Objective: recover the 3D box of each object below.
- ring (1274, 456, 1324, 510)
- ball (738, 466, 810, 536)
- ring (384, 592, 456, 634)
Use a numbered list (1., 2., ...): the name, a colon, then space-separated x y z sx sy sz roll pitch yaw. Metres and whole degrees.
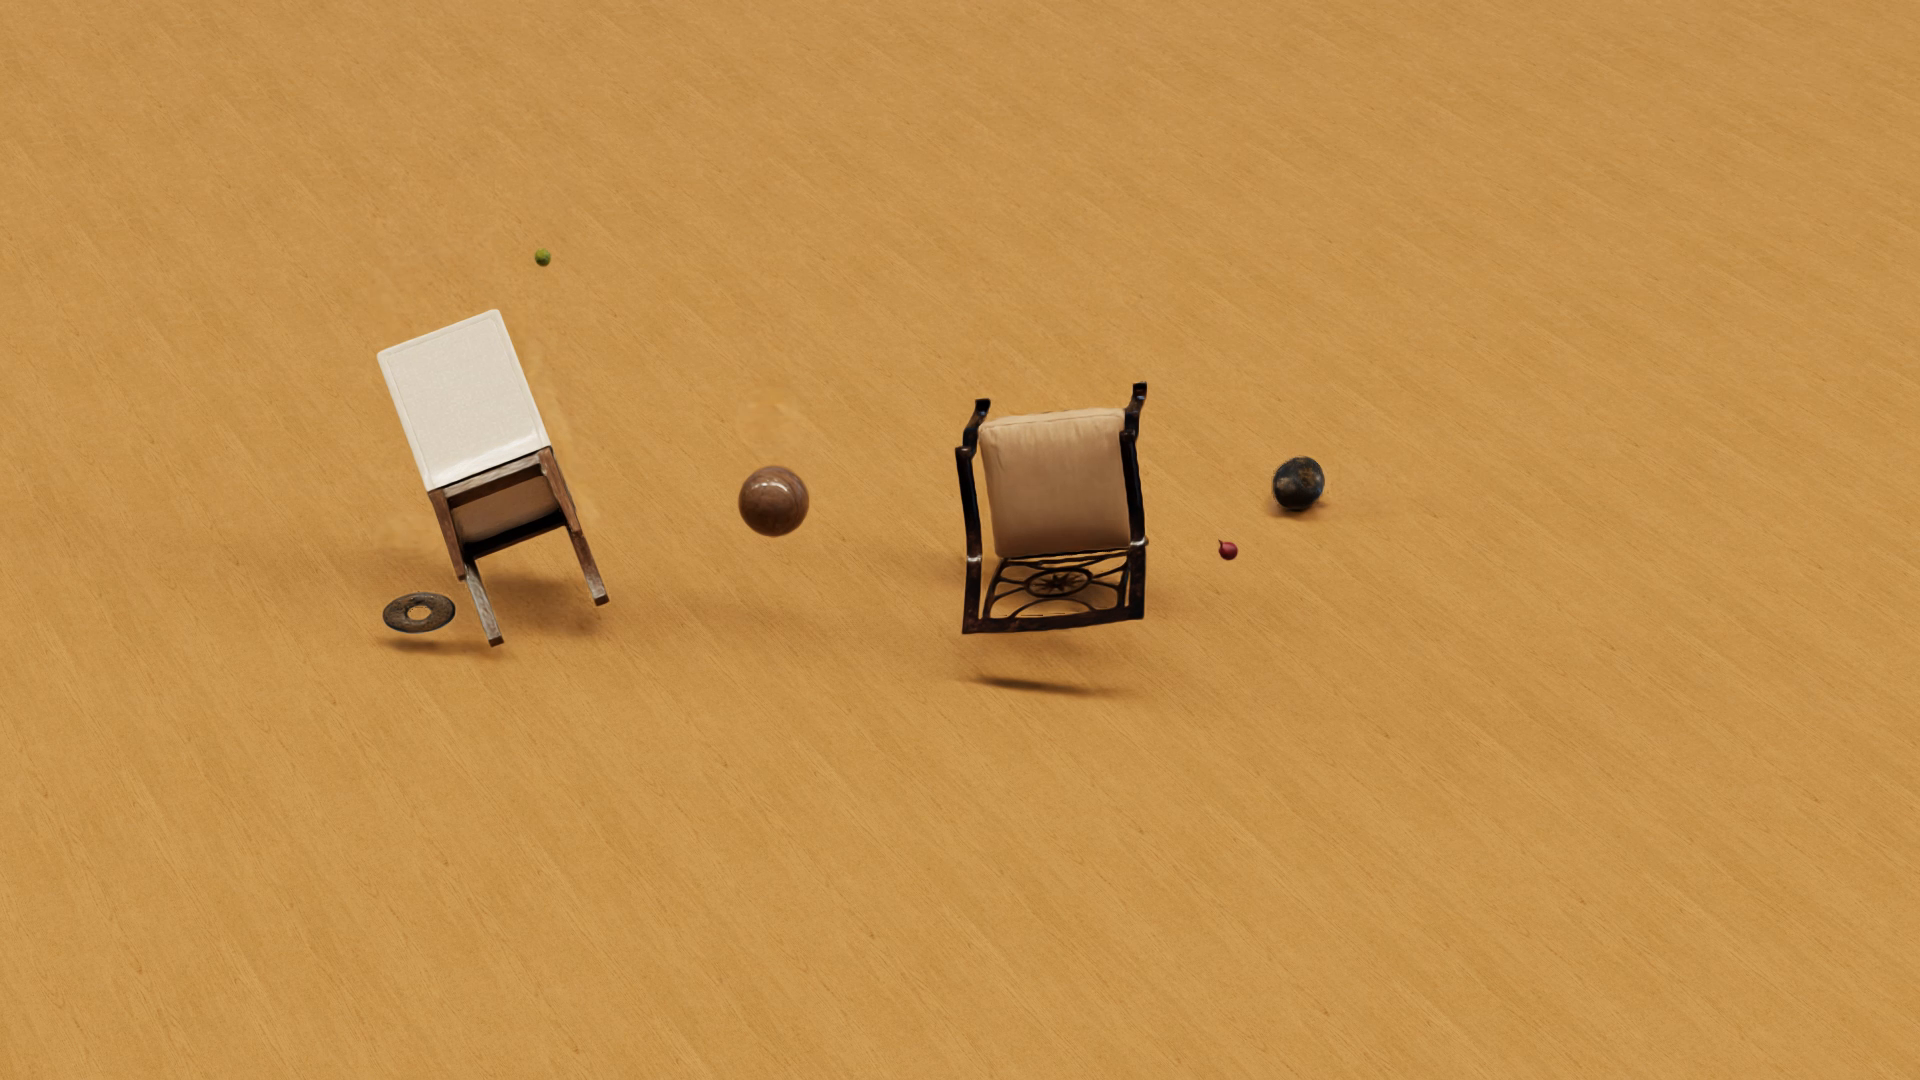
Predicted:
1. ring: 1.283 -0.216 11.096 0.127 0.186 0.244 -29 12 41
2. ball: -0.649 -0.135 10.222 0.250 0.250 0.250 0 33 0
3. ring: -1.900 0.255 10.302 0.270 0.144 0.062 -6 0 11
